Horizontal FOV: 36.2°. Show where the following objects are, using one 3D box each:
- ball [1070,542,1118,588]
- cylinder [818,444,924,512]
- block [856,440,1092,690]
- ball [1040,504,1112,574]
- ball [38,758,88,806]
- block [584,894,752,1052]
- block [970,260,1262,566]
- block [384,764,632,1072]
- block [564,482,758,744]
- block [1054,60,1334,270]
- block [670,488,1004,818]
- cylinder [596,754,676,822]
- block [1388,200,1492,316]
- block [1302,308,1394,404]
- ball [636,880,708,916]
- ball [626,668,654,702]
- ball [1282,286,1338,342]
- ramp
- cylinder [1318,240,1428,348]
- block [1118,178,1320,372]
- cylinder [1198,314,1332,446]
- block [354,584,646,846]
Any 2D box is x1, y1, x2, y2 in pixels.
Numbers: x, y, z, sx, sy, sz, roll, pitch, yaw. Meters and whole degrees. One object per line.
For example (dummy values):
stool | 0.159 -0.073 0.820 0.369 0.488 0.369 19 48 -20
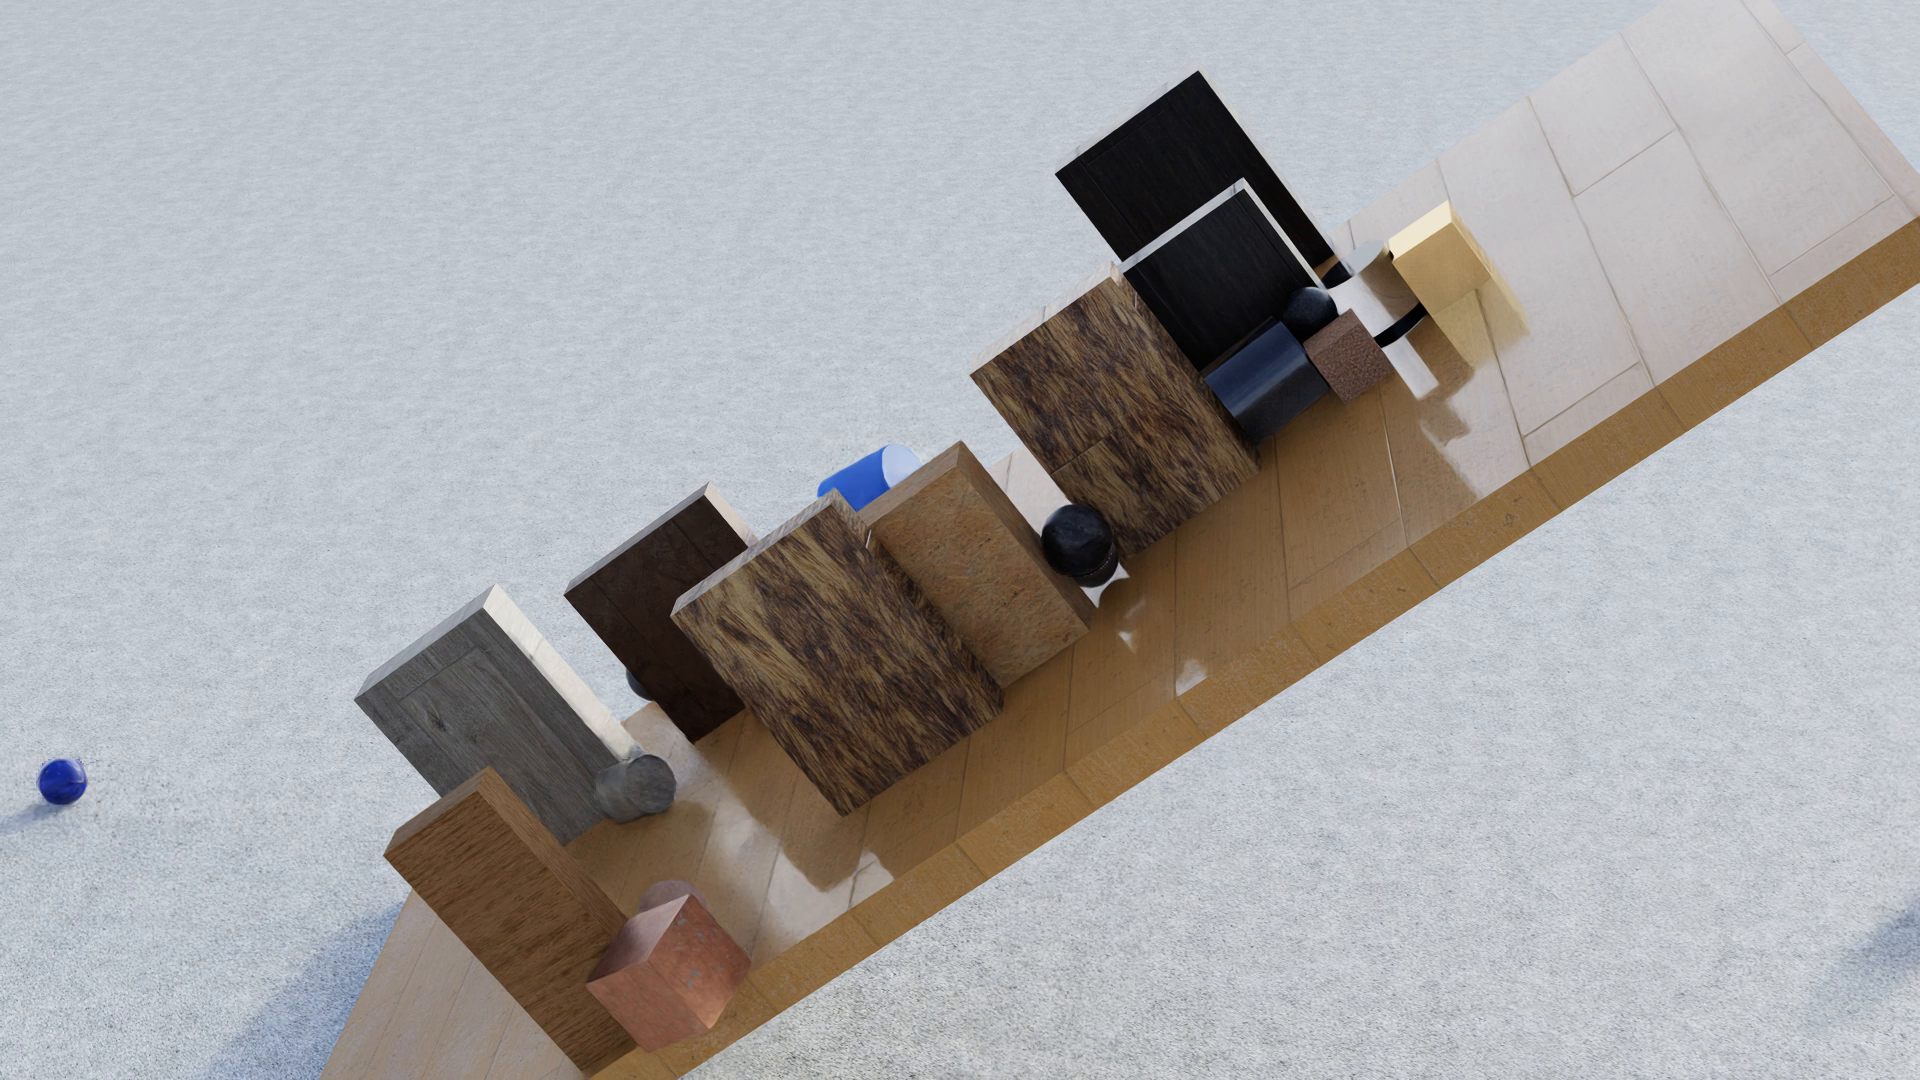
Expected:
ball | 0.264 0.040 5.979 0.117 0.117 0.117 0 23 0
cylinder | -0.206 -0.102 7.278 0.208 0.208 0.208 -27 9 29
block | -0.031 0.101 5.902 0.409 0.437 0.144 -34 16 17
ball | 0.232 -0.002 5.861 0.142 0.142 0.142 0 23 0
ball | -2.511 0.676 8.229 0.134 0.134 0.134 0 23 0
block | -0.549 0.818 5.548 0.185 0.185 0.185 -26 21 39
block | 0.317 -0.256 5.966 0.351 0.512 0.110 -34 16 17
block | -0.816 0.730 5.656 0.240 0.584 0.105 -34 16 17
block | -0.611 0.175 6.936 0.433 0.479 0.084 -34 16 17
block | 0.546 -0.771 6.835 0.408 0.539 0.099 -34 16 17
block | -0.239 0.228 5.816 0.404 0.546 0.090 -34 16 17
cylinder | -0.747 0.572 6.768 0.135 0.135 0.135 -20 0 -40
block | 0.984 -0.578 6.031 0.146 0.146 0.146 -34 16 19
block | 0.785 -0.372 5.954 0.122 0.122 0.122 -36 16 10
ball | -0.561 0.734 5.747 0.142 0.142 0.142 0 23 0
ball | -0.793 0.345 7.649 0.149 0.149 0.149 0 23 0
ball | 0.718 -0.463 6.040 0.115 0.115 0.115 0 23 0
ramp | 0.128 0.180 6.324 4.000 0.100 2.000 -34 16 17
cylinder | 0.857 -0.506 6.087 0.164 0.164 0.164 -36 16 12
block | 0.552 -0.464 6.169 0.410 0.429 0.083 -34 16 17
cylinder | 0.626 -0.328 6.048 0.196 0.196 0.196 -38 25 4
block | -1.083 0.459 7.012 0.411 0.589 0.141 -34 16 17
